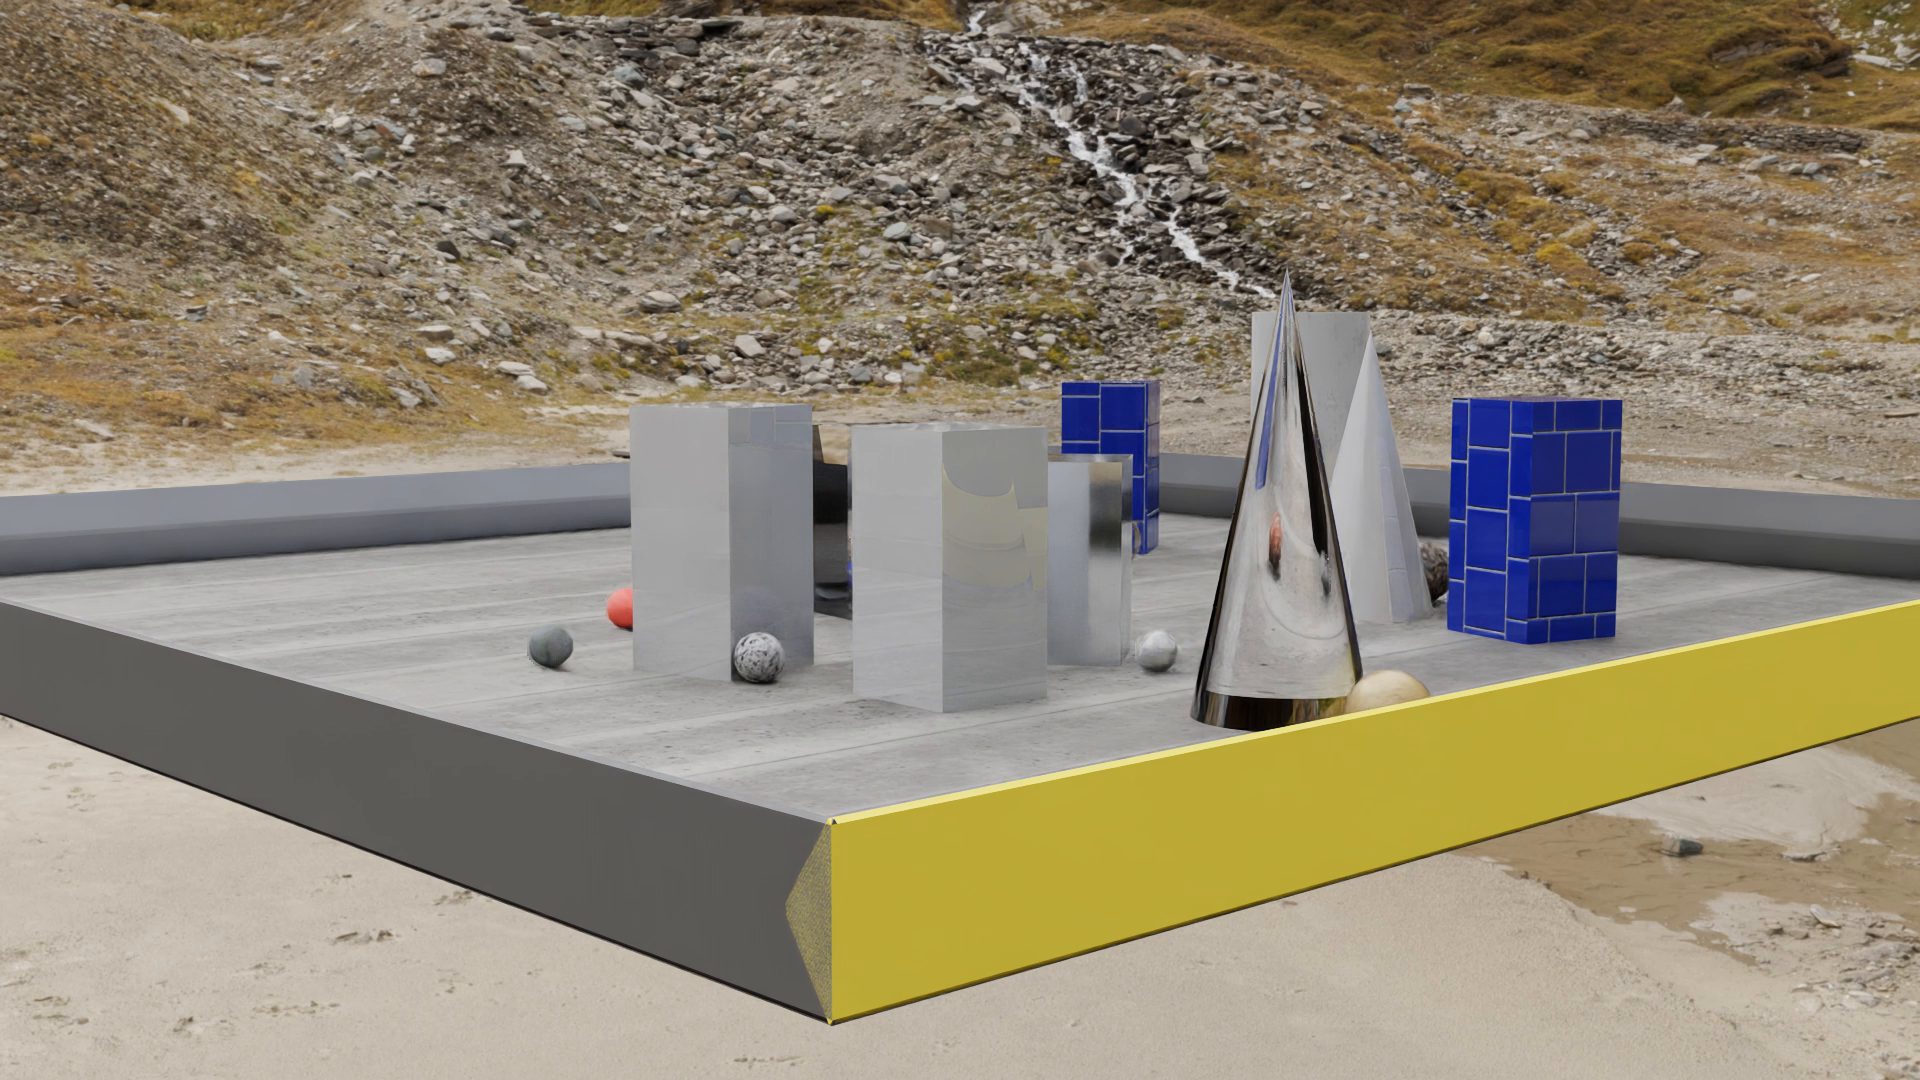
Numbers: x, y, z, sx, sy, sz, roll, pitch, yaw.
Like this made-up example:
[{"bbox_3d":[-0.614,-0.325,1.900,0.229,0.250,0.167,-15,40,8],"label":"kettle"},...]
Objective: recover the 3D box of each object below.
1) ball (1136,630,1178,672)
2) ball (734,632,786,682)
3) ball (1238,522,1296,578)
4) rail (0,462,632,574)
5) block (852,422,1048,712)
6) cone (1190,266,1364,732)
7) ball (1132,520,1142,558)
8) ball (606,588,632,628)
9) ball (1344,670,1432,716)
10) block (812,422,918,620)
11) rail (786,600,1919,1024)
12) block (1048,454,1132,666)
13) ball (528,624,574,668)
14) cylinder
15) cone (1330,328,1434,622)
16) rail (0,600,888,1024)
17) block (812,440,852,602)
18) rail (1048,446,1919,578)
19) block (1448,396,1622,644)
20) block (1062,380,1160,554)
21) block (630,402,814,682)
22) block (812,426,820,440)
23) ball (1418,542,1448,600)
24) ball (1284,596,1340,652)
[{"bbox_3d":[0.245,0.138,2.724,0.051,0.051,0.051,0,6,0],"label":"ball"},{"bbox_3d":[-0.240,0.141,2.644,0.061,0.061,0.061,0,6,0],"label":"ball"},{"bbox_3d":[0.511,0.017,3.667,0.094,0.094,0.094,0,6,0],"label":"ball"},{"bbox_3d":[-0.932,-0.071,4.336,2.797,0.130,0.045,-5,8,-42],"label":"rail"},{"bbox_3d":[-0.012,0.025,2.541,0.160,0.313,0.160,-5,8,-41],"label":"block"},{"bbox_3d":[0.353,-0.051,2.402,0.200,0.493,0.200,0,6,0],"label":"cone"},{"bbox_3d":[0.265,-0.002,3.830,0.100,0.100,0.100,0,6,0],"label":"ball"},{"bbox_3d":[-0.470,0.096,3.098,0.056,0.056,0.056,0,6,0],"label":"ball"},{"bbox_3d":[0.428,0.174,2.189,0.090,0.090,0.090,0,6,0],"label":"ball"},{"bbox_3d":[-0.108,-0.029,3.232,0.160,0.278,0.160,-4,7,-34],"label":"block"},{"bbox_3d":[0.932,0.138,2.327,2.797,0.130,0.045,-5,8,-42],"label":"rail"},{"bbox_3d":[0.136,0.022,2.841,0.160,0.257,0.160,1,6,9],"label":"block"},{"bbox_3d":[-0.513,0.132,2.758,0.055,0.055,0.055,0,6,0],"label":"ball"},{"bbox_3d":[0.597,-0.168,3.767,0.200,0.443,0.200,0,6,0],"label":"cylinder"},{"bbox_3d":[0.602,-0.102,3.242,0.200,0.420,0.200,0,6,0],"label":"cone"},{"bbox_3d":[-1.010,0.130,2.405,0.045,0.130,2.796,-5,8,-42],"label":"rail"},{"bbox_3d":[-0.243,-0.033,3.452,0.160,0.240,0.160,2,6,16],"label":"block"},{"bbox_3d":[1.010,-0.063,4.259,0.045,0.130,2.796,-5,8,-42],"label":"rail"},{"bbox_3d":[0.792,-0.032,3.037,0.160,0.325,0.160,-3,7,-28],"label":"block"},{"bbox_3d":[0.283,-0.139,4.118,0.160,0.314,0.160,1,6,13],"label":"block"},{"bbox_3d":[-0.296,-0.004,2.743,0.160,0.329,0.160,4,7,35],"label":"block"},{"bbox_3d":[-0.357,-0.076,3.832,0.160,0.246,0.160,5,8,39],"label":"block"},{"bbox_3d":[0.710,0.049,3.374,0.092,0.092,0.092,0,6,0],"label":"ball"},{"bbox_3d":[0.460,0.111,2.878,0.073,0.073,0.073,0,6,0],"label":"ball"}]
